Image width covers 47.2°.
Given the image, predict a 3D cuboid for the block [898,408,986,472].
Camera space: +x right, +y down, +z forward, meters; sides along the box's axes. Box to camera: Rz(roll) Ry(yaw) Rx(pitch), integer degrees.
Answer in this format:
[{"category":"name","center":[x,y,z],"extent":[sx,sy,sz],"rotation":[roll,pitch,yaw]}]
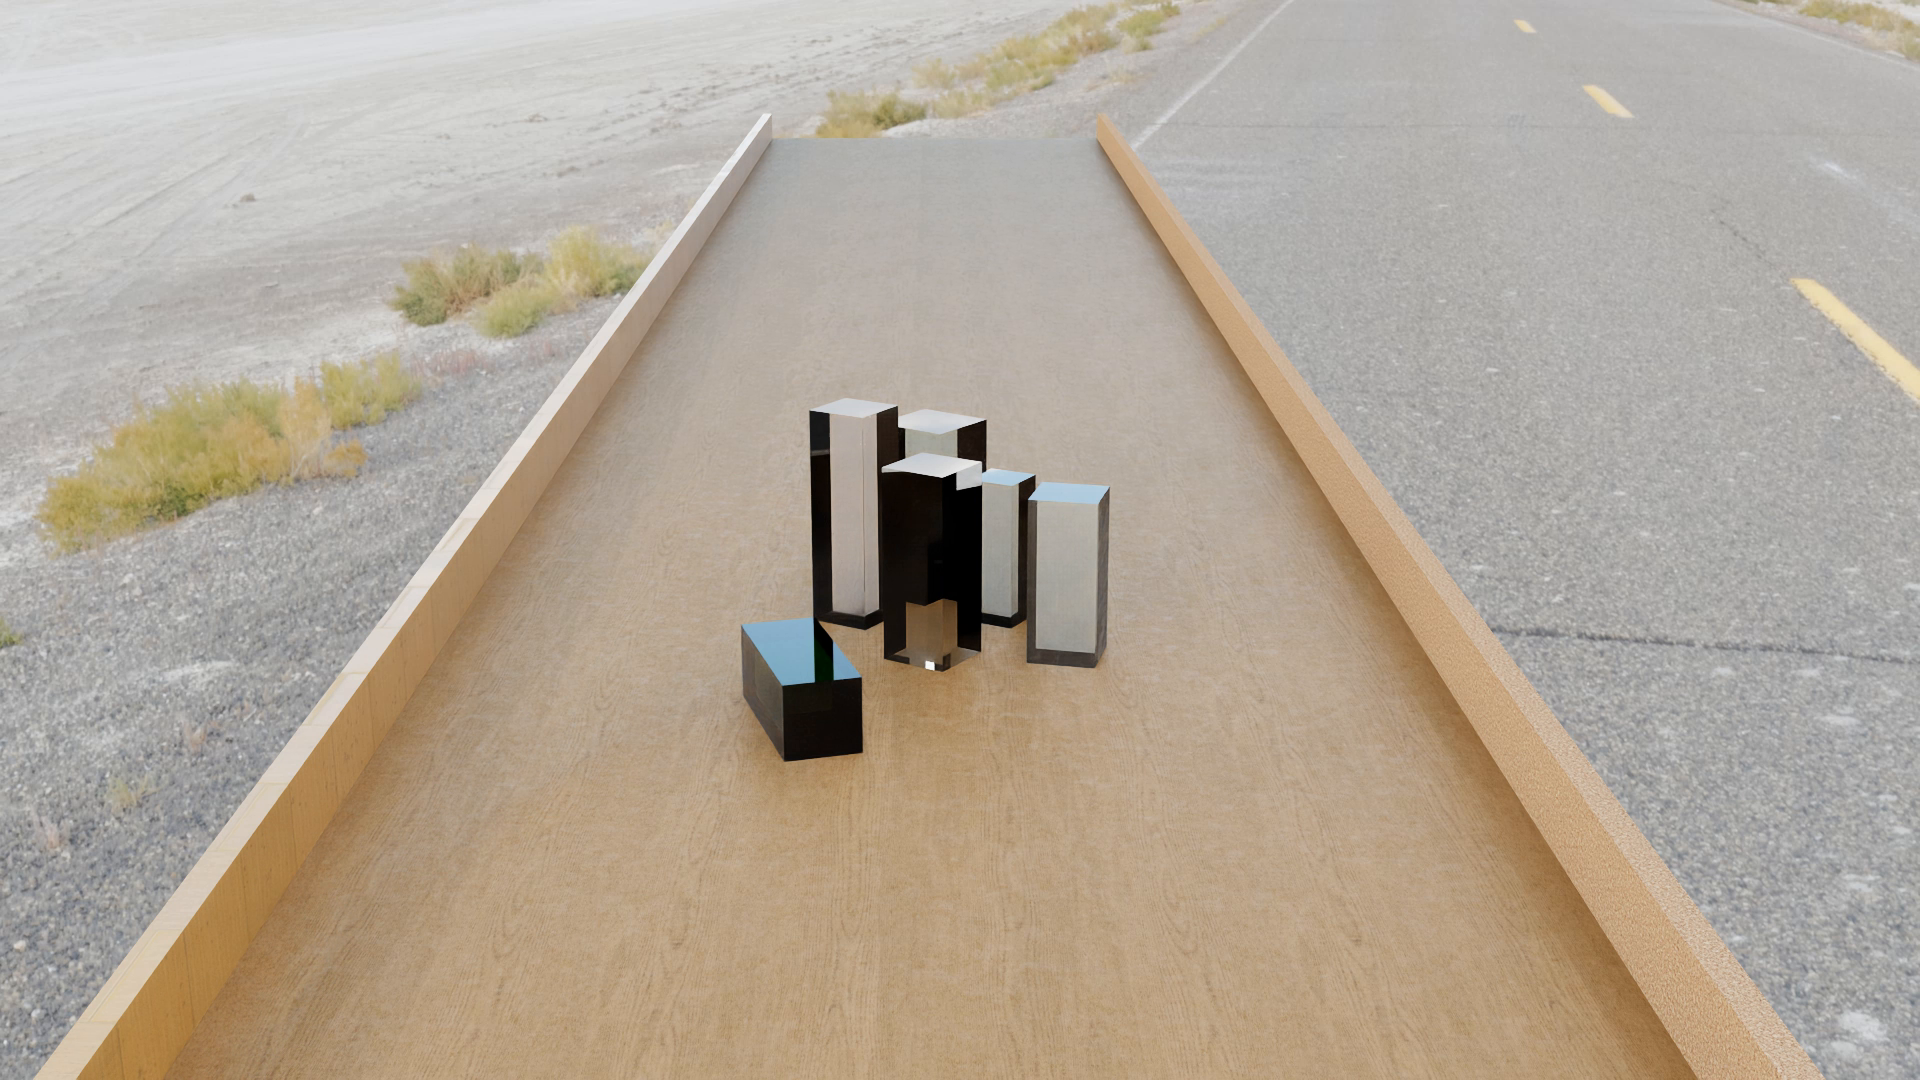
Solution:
[{"category":"block","center":[-0.061,-0.083,4.858],"extent":[0.171,0.369,0.171],"rotation":[12,20,34]}]

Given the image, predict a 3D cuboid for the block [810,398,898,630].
[{"category":"block","center":[-0.220,-0.055,4.615],"extent":[0.133,0.455,0.133],"rotation":[10,19,30]}]

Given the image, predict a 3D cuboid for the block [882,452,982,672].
[{"category":"block","center":[-0.055,0.043,4.386],"extent":[0.142,0.398,0.142],"rotation":[10,20,31]}]

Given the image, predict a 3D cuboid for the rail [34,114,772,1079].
[{"category":"rail","center":[-1.118,-0.838,7.780],"extent":[0.050,0.150,12.000],"rotation":[0,17,-1]}]

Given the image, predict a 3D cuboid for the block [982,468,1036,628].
[{"category":"block","center":[0.087,0.017,4.627],"extent":[0.105,0.309,0.105],"rotation":[9,19,28]}]

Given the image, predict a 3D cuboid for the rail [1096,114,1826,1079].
[{"category":"rail","center":[0.932,-0.844,7.801],"extent":[0.050,0.150,12.000],"rotation":[0,17,-1]}]

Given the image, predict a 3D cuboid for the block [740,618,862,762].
[{"category":"block","center":[-0.295,0.271,4.061],"extent":[0.145,0.145,0.350],"rotation":[-5,17,-17]}]

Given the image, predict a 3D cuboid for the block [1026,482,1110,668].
[{"category":"block","center":[0.217,0.069,4.400],"extent":[0.138,0.339,0.138],"rotation":[4,17,13]}]
